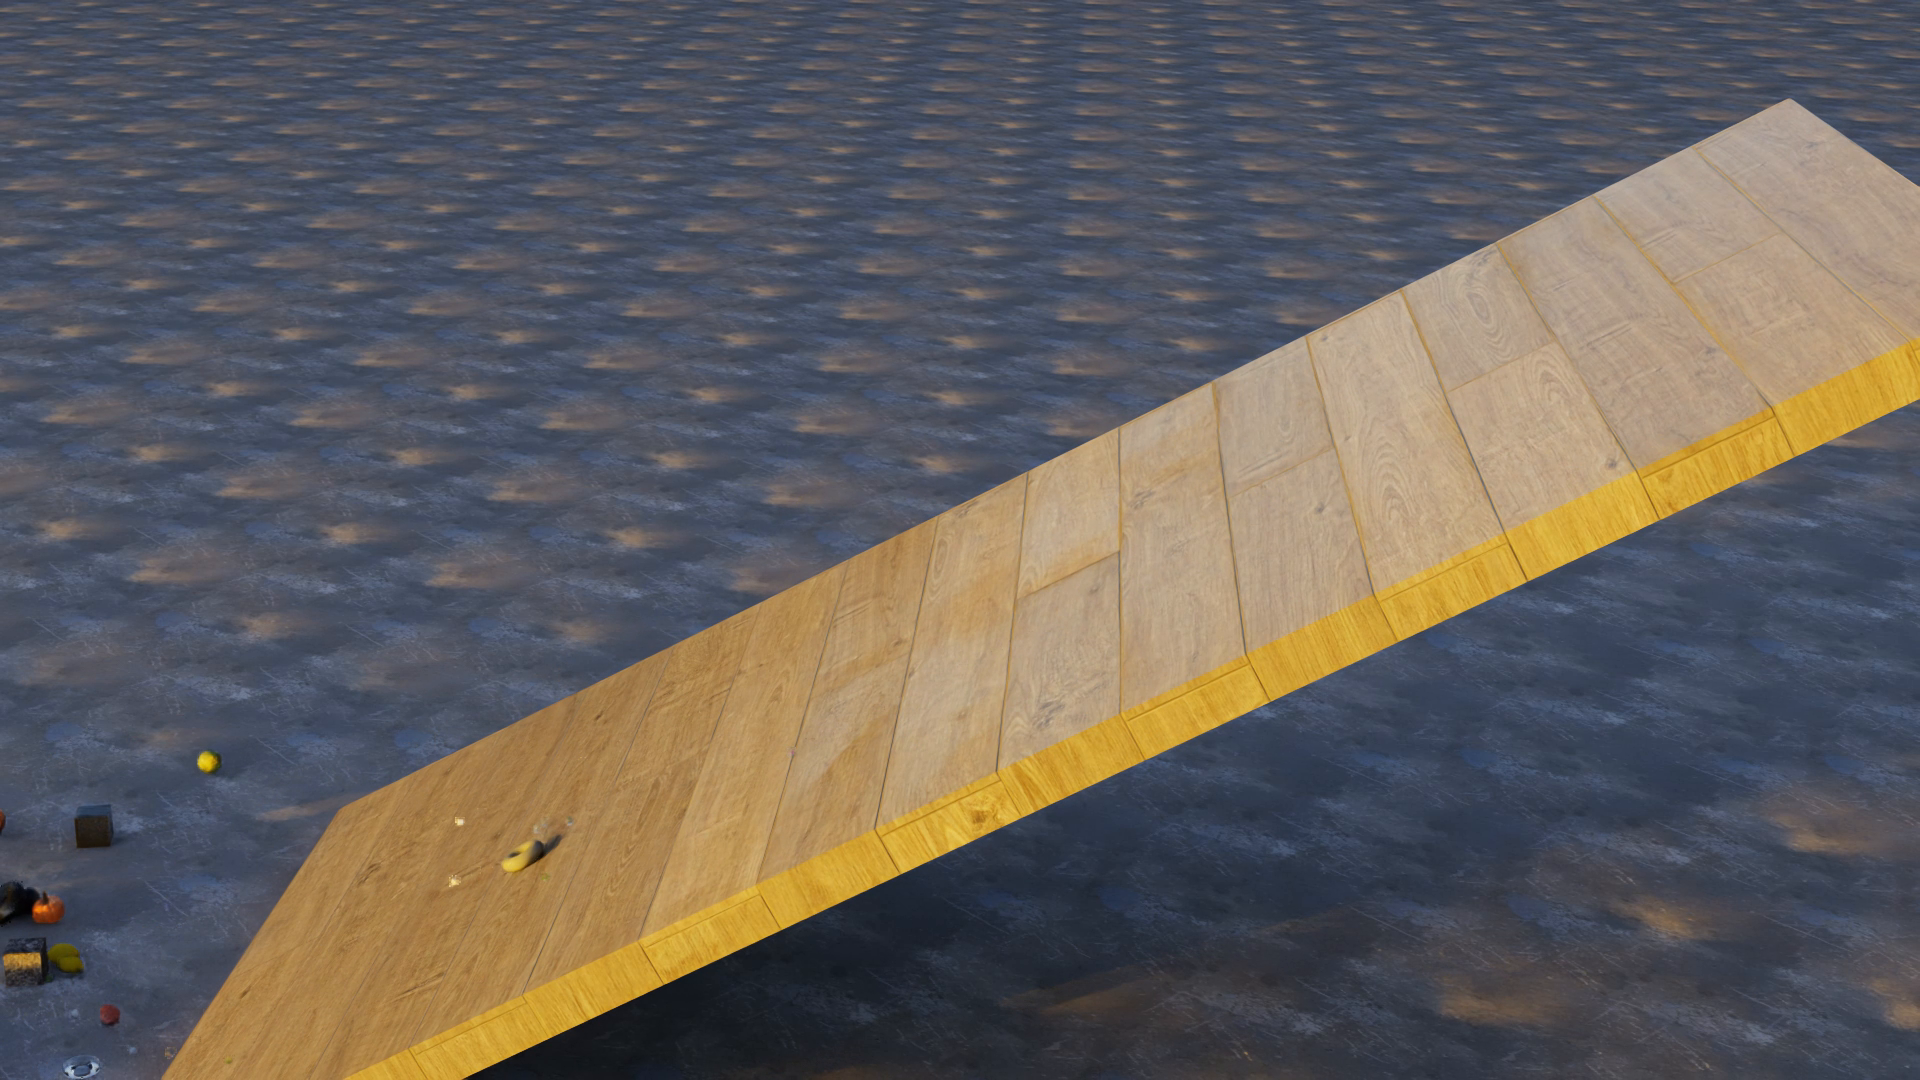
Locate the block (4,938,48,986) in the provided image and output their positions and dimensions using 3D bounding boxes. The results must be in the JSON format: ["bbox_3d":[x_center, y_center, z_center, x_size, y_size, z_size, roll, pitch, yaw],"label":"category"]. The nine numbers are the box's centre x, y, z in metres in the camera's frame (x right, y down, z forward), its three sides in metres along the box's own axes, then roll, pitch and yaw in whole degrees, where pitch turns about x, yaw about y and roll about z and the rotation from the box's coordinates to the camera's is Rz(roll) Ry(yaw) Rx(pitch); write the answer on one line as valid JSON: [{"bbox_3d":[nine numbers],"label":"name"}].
[{"bbox_3d":[-2.165,0.978,6.820,0.082,0.082,0.082,-2,17,-7],"label":"block"}]

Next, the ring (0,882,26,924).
[{"bbox_3d":[-2.316,0.880,7.125,0.118,0.039,0.118,-23,40,21],"label":"ring"}]

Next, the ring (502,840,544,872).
[{"bbox_3d":[-0.934,0.675,6.281,0.097,0.032,0.097,-26,15,8],"label":"ring"}]

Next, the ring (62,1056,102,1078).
[{"bbox_3d":[-1.906,1.143,6.380,0.083,0.028,0.083,-1,16,0],"label":"ring"}]

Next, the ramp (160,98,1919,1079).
[{"bbox_3d":[0.140,0.167,6.281,4.000,0.100,2.000,-26,14,10],"label":"ramp"}]

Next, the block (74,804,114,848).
[{"bbox_3d":[-2.236,0.739,7.595,0.082,0.082,0.082,-3,17,-9],"label":"block"}]
